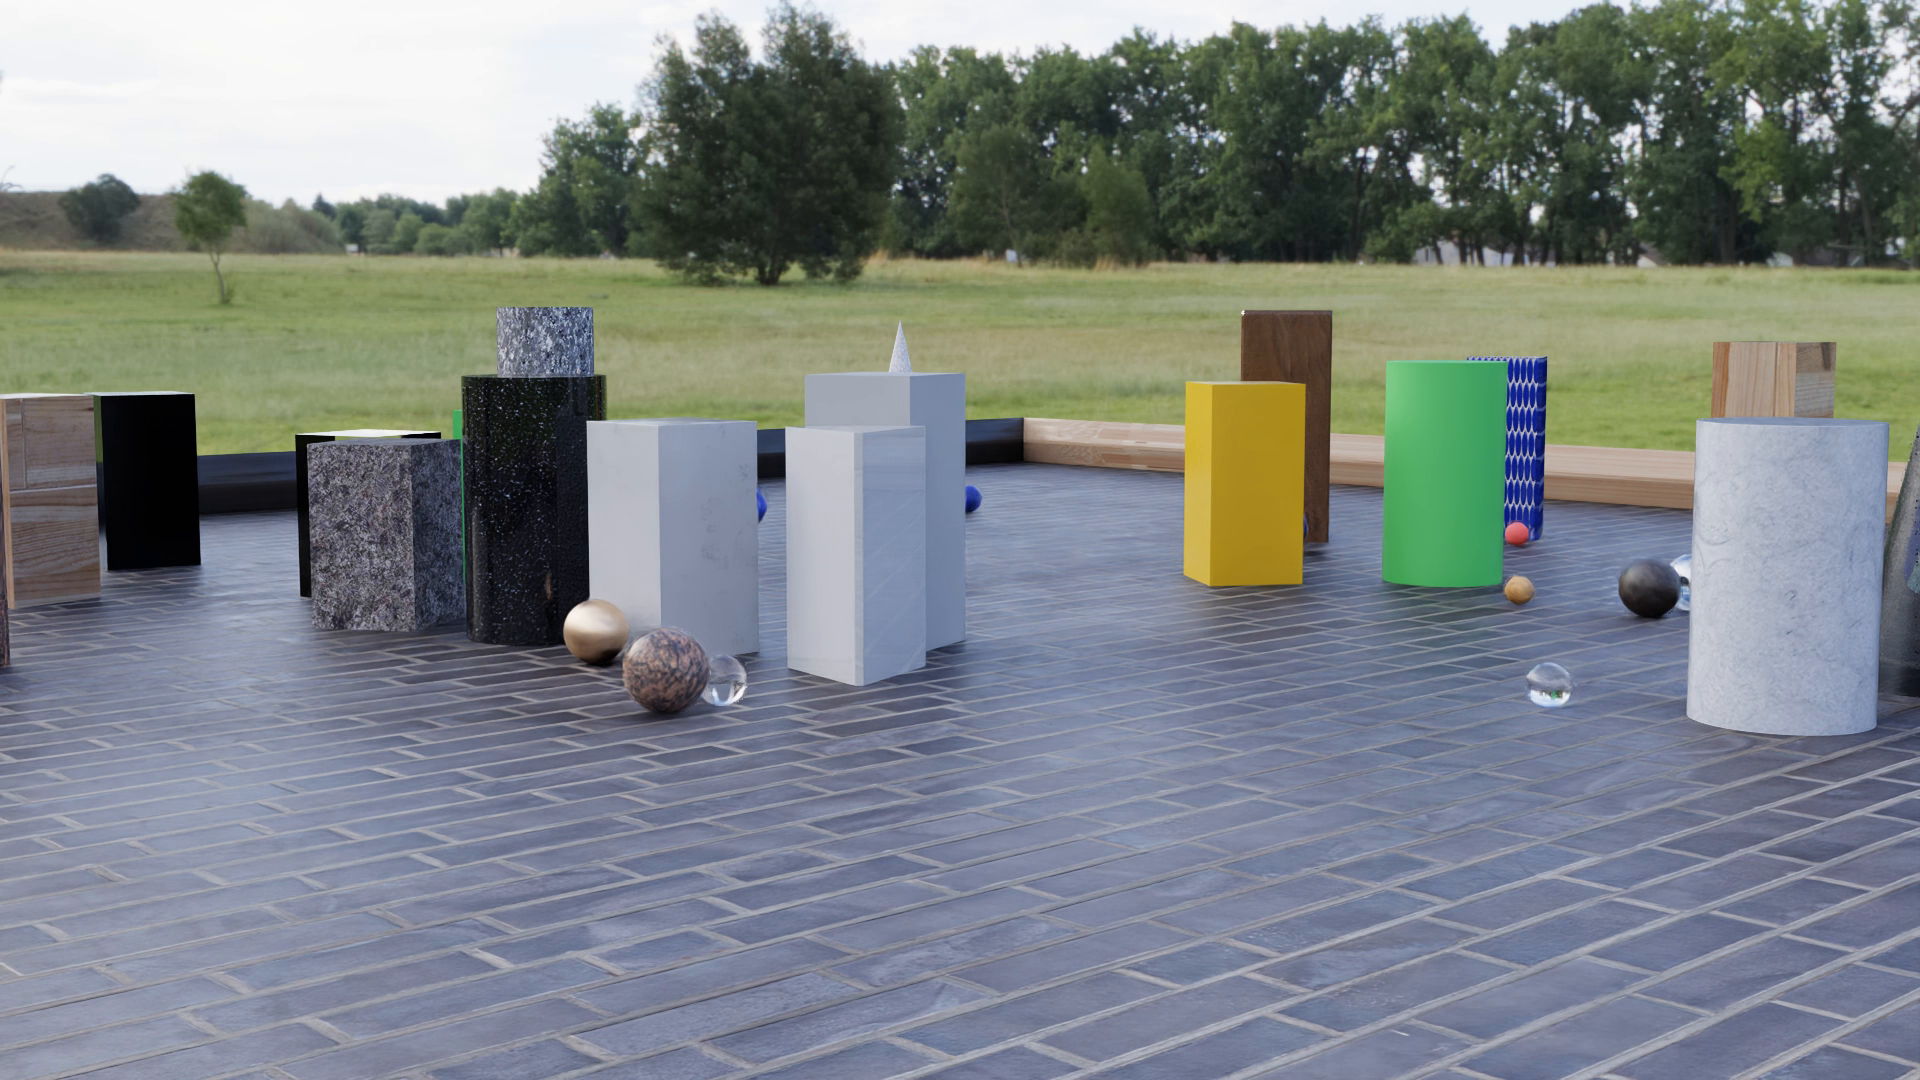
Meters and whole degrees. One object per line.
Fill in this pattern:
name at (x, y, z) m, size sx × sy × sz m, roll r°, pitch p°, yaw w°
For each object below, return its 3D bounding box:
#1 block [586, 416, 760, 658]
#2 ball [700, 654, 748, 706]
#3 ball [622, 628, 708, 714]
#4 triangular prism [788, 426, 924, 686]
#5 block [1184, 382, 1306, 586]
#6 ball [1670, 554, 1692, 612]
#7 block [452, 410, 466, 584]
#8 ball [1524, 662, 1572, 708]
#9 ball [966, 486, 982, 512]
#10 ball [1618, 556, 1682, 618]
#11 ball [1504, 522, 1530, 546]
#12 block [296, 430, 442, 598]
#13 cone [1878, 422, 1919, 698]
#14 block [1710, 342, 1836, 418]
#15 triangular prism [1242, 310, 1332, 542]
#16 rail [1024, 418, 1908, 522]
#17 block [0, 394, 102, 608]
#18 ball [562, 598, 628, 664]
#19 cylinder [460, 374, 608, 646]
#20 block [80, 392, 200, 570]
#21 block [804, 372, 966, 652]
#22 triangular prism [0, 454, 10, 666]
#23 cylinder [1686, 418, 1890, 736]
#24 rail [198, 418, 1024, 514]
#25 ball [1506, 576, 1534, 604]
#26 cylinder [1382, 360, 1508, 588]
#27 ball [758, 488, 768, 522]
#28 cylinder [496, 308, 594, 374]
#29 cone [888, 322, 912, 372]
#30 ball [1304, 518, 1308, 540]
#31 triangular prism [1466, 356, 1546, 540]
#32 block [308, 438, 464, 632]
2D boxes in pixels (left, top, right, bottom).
block at (-0.373, -0.004, 2.861) m, size 0.156 × 0.301 × 0.156 m, roll -6°, pitch 8°, yaw -43°
ball at (-0.269, 0.158, 2.479) m, size 0.058 × 0.058 × 0.058 m, roll 0°, pitch 6°, yaw 0°
ball at (-0.326, 0.145, 2.430) m, size 0.095 × 0.095 × 0.095 m, roll 0°, pitch 6°, yaw 0°
triangular prism at (-0.106, 0.012, 2.706) m, size 0.146 × 0.301 × 0.169 m, roll -4°, pitch 7°, yaw -34°
block at (0.467, -0.096, 3.627) m, size 0.156 × 0.325 × 0.156 m, roll -1°, pitch 6°, yaw -10°
ball at (1.084, 0.063, 3.251) m, size 0.086 × 0.086 × 0.086 m, roll 0°, pitch 6°, yaw 0°
block at (-0.728, -0.076, 3.638) m, size 0.156 × 0.282 × 0.156 m, roll 2°, pitch 6°, yaw 14°
ball at (0.659, 0.163, 2.462) m, size 0.051 × 0.051 × 0.051 m, roll 0°, pitch 6°, yaw 0°
ball at (0.020, -0.091, 4.848) m, size 0.059 × 0.059 × 0.059 m, roll 0°, pitch 6°, yaw 0°
ball at (1.000, 0.068, 3.188) m, size 0.088 × 0.088 × 0.088 m, roll 0°, pitch 6°, yaw 0°
ball at (1.051, -0.010, 4.149) m, size 0.045 × 0.045 × 0.045 m, roll 0°, pitch 6°, yaw 0°
block at (-0.923, -0.041, 3.448) m, size 0.156 × 0.253 × 0.156 m, roll 3°, pitch 7°, yaw 26°
cone at (1.159, -0.056, 2.588) m, size 0.195 × 0.461 × 0.195 m, roll 0°, pitch 6°, yaw 0°
block at (1.472, -0.165, 3.991) m, size 0.156 × 0.386 × 0.156 m, roll -6°, pitch 8°, yaw -44°
triangular prism at (0.633, -0.225, 4.286) m, size 0.169 × 0.443 × 0.146 m, roll 1°, pitch 6°, yaw 8°
rail at (1.665, -0.127, 4.860) m, size 0.045 × 0.127 × 4.407 m, roll -5°, pitch 8°, yaw -42°
block at (-1.442, -0.064, 3.374) m, size 0.156 × 0.314 × 0.156 m, roll 3°, pitch 7°, yaw 29°
ball at (-0.459, 0.115, 2.774) m, size 0.082 × 0.082 × 0.082 m, roll 0°, pitch 6°, yaw 0°
cylinder at (-0.577, -0.046, 3.000) m, size 0.195 × 0.355 × 0.195 m, roll 0°, pitch 6°, yaw 0°
block at (-1.437, -0.108, 3.858) m, size 0.156 × 0.299 × 0.156 m, roll -4°, pitch 7°, yaw -33°
block at (-0.098, -0.040, 2.924) m, size 0.156 × 0.360 × 0.156 m, roll 3°, pitch 7°, yaw 27°
triangular prism at (-1.255, -0.073, 2.700) m, size 0.146 × 0.472 × 0.169 m, roll -4°, pitch 7°, yaw -33°
cylinder at (0.896, 0.034, 2.387) m, size 0.195 × 0.325 × 0.195 m, roll 0°, pitch 6°, yaw 0°
rail at (-1.478, -0.134, 4.925) m, size 4.579 × 0.127 × 0.045 m, roll -5°, pitch 8°, yaw -42°
ball at (0.848, 0.076, 3.331) m, size 0.043 × 0.043 × 0.043 m, roll 0°, pitch 6°, yaw 0°
cylinder at (0.797, -0.113, 3.620) m, size 0.195 × 0.360 × 0.195 m, roll 0°, pitch 6°, yaw 0°
ball at (-0.441, -0.071, 4.509) m, size 0.090 × 0.090 × 0.090 m, roll 0°, pitch 6°, yaw 0°
cylinder at (-0.847, -0.252, 4.512) m, size 0.195 × 0.450 × 0.195 m, roll 0°, pitch 6°, yaw 0°
cone at (-0.119, -0.231, 4.424) m, size 0.195 × 0.426 × 0.195 m, roll 0°, pitch 6°, yaw 0°
ball at (0.598, -0.021, 4.055) m, size 0.086 × 0.086 × 0.086 m, roll 0°, pitch 6°, yaw 0°
triangular prism at (1.113, -0.186, 4.352) m, size 0.146 × 0.352 × 0.169 m, roll -6°, pitch 8°, yaw -42°
block at (-0.814, -0.011, 3.129) m, size 0.156 × 0.258 × 0.156 m, roll 1°, pitch 6°, yaw 13°
